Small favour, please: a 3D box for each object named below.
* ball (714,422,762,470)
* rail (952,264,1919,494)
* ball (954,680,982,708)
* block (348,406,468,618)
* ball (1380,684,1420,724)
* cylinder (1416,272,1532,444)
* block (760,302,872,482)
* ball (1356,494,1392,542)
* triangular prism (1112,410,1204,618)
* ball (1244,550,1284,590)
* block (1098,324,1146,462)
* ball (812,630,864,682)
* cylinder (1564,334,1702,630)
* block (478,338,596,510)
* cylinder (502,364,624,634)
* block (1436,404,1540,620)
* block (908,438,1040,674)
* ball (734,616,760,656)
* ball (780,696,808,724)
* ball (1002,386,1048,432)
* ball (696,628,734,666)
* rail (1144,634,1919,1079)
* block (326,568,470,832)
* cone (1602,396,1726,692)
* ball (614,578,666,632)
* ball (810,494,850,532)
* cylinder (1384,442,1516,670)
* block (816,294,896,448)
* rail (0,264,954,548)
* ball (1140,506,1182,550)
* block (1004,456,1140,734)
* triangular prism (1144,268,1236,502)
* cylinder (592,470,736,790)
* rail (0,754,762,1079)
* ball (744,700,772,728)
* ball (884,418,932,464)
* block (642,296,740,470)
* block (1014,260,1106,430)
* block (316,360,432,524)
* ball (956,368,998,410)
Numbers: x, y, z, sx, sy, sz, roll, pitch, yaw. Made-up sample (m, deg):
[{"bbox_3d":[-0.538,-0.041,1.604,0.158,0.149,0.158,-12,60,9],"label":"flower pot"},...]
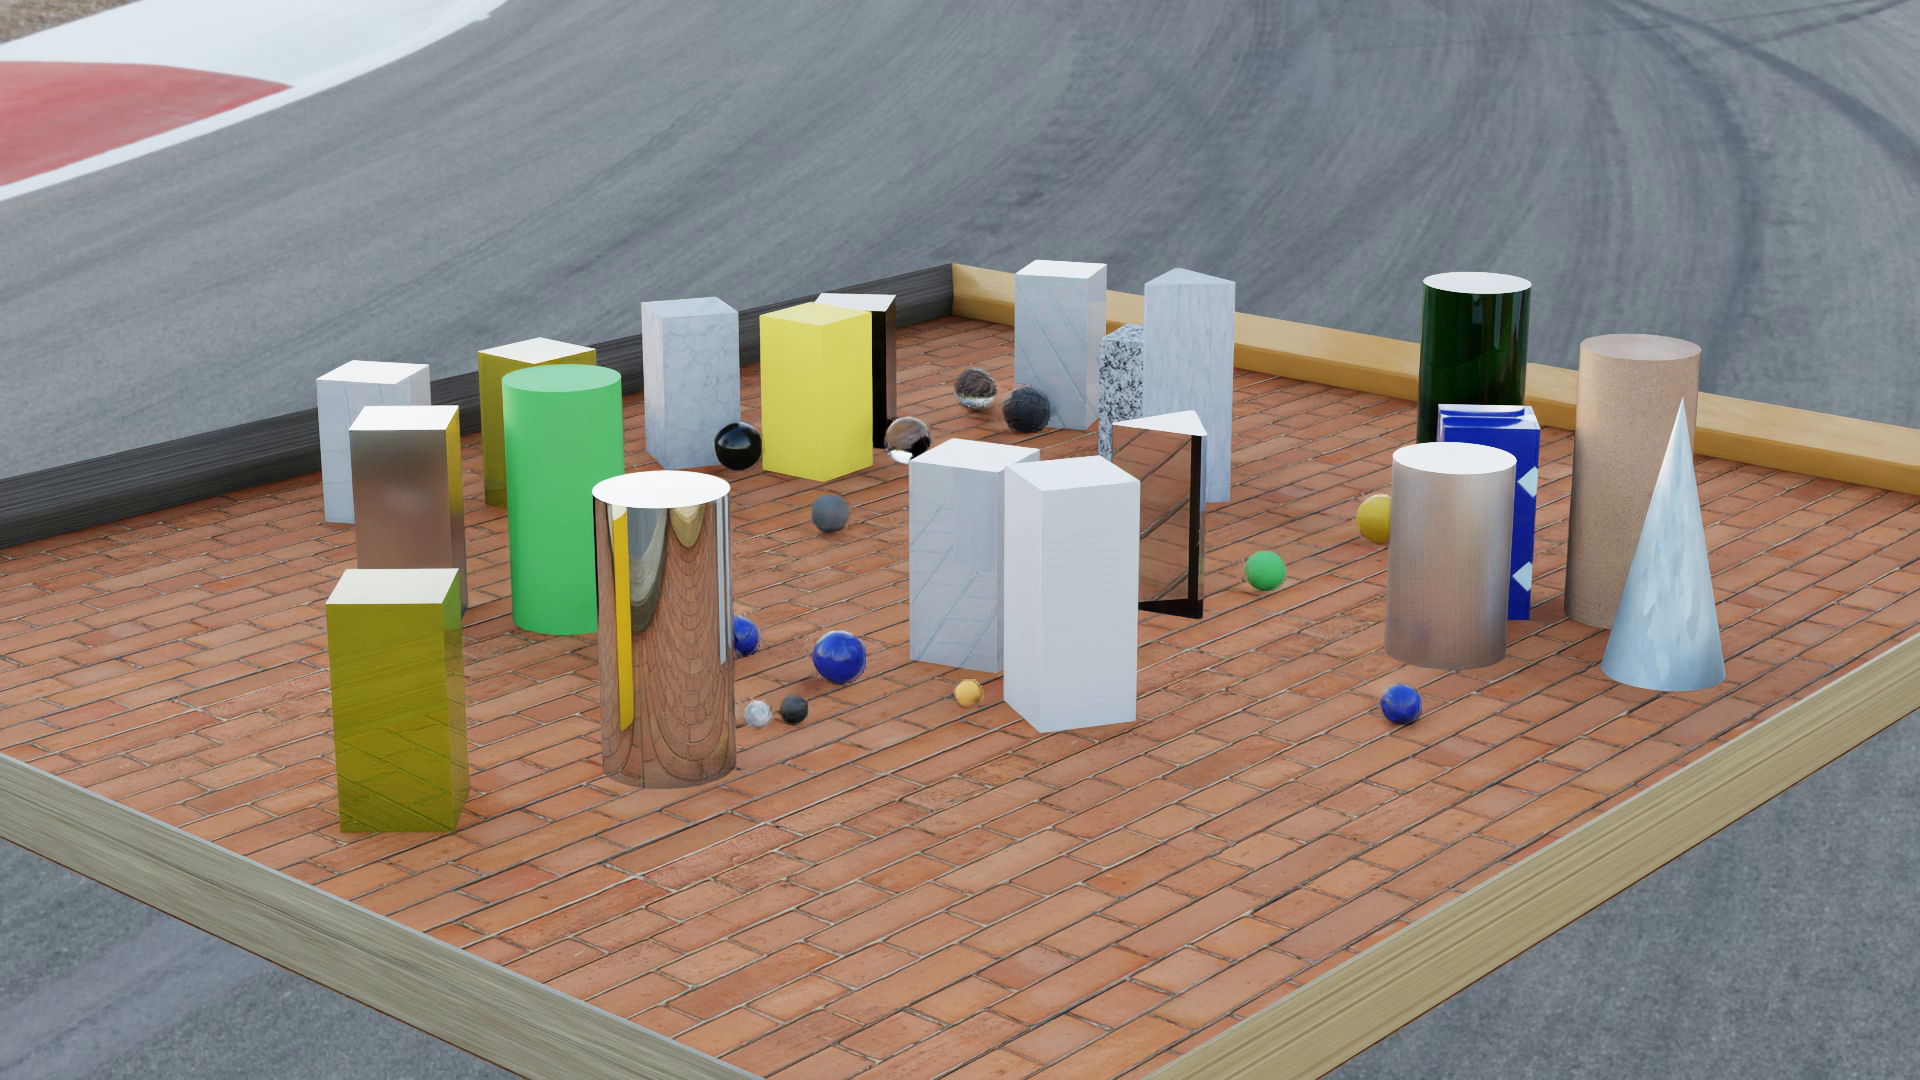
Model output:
[{"bbox_3d":[-0.448,-0.189,5.909,0.099,0.099,0.099,0,17,0],"label":"ball"},{"bbox_3d":[1.107,-0.335,6.340,3.027,0.129,0.045,14,22,39],"label":"rail"},{"bbox_3d":[0.012,0.240,4.583,0.042,0.042,0.042,0,17,0],"label":"ball"},{"bbox_3d":[-0.929,-0.035,4.956,0.158,0.354,0.158,0,17,-2],"label":"block"},{"bbox_3d":[0.678,0.252,4.511,0.062,0.062,0.062,0,17,0],"label":"ball"},{"bbox_3d":[0.958,-0.255,5.495,0.198,0.463,0.198,0,17,0],"label":"cylinder"},{"bbox_3d":[-0.288,-0.299,5.896,0.158,0.318,0.158,12,21,35],"label":"block"},{"bbox_3d":[0.779,-0.040,5.429,0.090,0.090,0.090,0,17,0],"label":"ball"},{"bbox_3d":[0.369,-0.051,5.061,0.171,0.323,0.148,9,19,26],"label":"triangular prism"},{"bbox_3d":[0.535,0.053,5.154,0.071,0.071,0.071,0,17,0],"label":"ball"},{"bbox_3d":[0.385,-0.288,5.952,0.158,0.264,0.158,7,18,22],"label":"block"},{"bbox_3d":[-0.194,0.186,4.690,0.084,0.084,0.084,0,17,0],"label":"ball"},{"bbox_3d":[1.138,-0.099,4.971,0.198,0.468,0.198,0,17,0],"label":"cylinder"},{"bbox_3d":[-0.809,-0.218,5.652,0.158,0.302,0.158,14,21,38],"label":"block"},{"bbox_3d":[-0.665,-0.070,4.958,0.198,0.420,0.198,0,17,0],"label":"cylinder"},{"bbox_3d":[0.899,-0.049,5.033,0.158,0.336,0.158,1,17,5],"label":"block"},{"bbox_3d":[0.024,0.024,4.790,0.158,0.337,0.158,8,19,25],"label":"block"},{"bbox_3d":[-0.362,0.158,4.819,0.064,0.064,0.064,0,17,0],"label":"ball"},{"bbox_3d":[-0.255,0.261,4.511,0.044,0.044,0.044,0,17,0],"label":"ball"},{"bbox_3d":[0.138,-0.275,6.198,0.098,0.098,0.098,0,17,0],"label":"ball"},{"bbox_3d":[-0.398,0.175,4.769,0.061,0.061,0.061,0,17,0],"label":"ball"},{"bbox_3d":[1.125,0.314,4.185,0.045,0.129,3.423,14,22,39],"label":"rail"},{"bbox_3d":[-0.788,0.225,4.124,0.158,0.336,0.158,0,17,-1],"label":"block"},{"bbox_3d":[1.139,-0.007,4.685,0.198,0.457,0.198,0,17,0],"label":"cone"},{"bbox_3d":[-0.539,0.108,4.938,0.090,0.090,0.090,0,17,0],"label":"ball"},{"bbox_3d":[-0.243,-0.050,5.493,0.073,0.073,0.073,0,17,0],"label":"ball"},{"bbox_3d":[0.802,0.025,4.800,0.198,0.330,0.198,0,17,0],"label":"cylinder"},{"bbox_3d":[-0.222,-0.355,6.129,0.158,0.290,0.158,2,17,6],"label":"block"},{"bbox_3d":[-1.125,-0.250,6.055,0.045,0.129,3.423,14,22,39],"label":"rail"},{"bbox_3d":[0.370,-0.023,5.392,0.079,0.079,0.079,0,17,0],"label":"ball"},{"bbox_3d":[0.170,0.082,4.516,0.158,0.384,0.158,-6,18,-19],"label":"block"},{"bbox_3d":[0.431,-0.302,5.704,0.171,0.433,0.148,-2,17,-5],"label":"triangular prism"},{"bbox_3d":[-0.431,0.130,4.287,0.198,0.424,0.198,0,17,0],"label":"cylinder"},{"bbox_3d":[-1.107,0.400,3.900,3.027,0.129,0.045,14,22,39],"label":"rail"},{"bbox_3d":[-0.310,0.267,4.495,0.042,0.042,0.042,0,17,0],"label":"ball"},{"bbox_3d":[-0.106,-0.202,5.958,0.095,0.095,0.095,0,17,0],"label":"ball"},{"bbox_3d":[-0.547,-0.321,5.974,0.158,0.313,0.158,-6,18,-20],"label":"block"},{"bbox_3d":[0.215,-0.419,6.276,0.158,0.327,0.158,5,18,17],"label":"block"},{"bbox_3d":[-1.110,-0.185,5.584,0.158,0.278,0.158,4,17,13],"label":"block"},{"bbox_3d":[0.036,-0.328,6.387,0.089,0.089,0.089,0,17,0],"label":"ball"}]
